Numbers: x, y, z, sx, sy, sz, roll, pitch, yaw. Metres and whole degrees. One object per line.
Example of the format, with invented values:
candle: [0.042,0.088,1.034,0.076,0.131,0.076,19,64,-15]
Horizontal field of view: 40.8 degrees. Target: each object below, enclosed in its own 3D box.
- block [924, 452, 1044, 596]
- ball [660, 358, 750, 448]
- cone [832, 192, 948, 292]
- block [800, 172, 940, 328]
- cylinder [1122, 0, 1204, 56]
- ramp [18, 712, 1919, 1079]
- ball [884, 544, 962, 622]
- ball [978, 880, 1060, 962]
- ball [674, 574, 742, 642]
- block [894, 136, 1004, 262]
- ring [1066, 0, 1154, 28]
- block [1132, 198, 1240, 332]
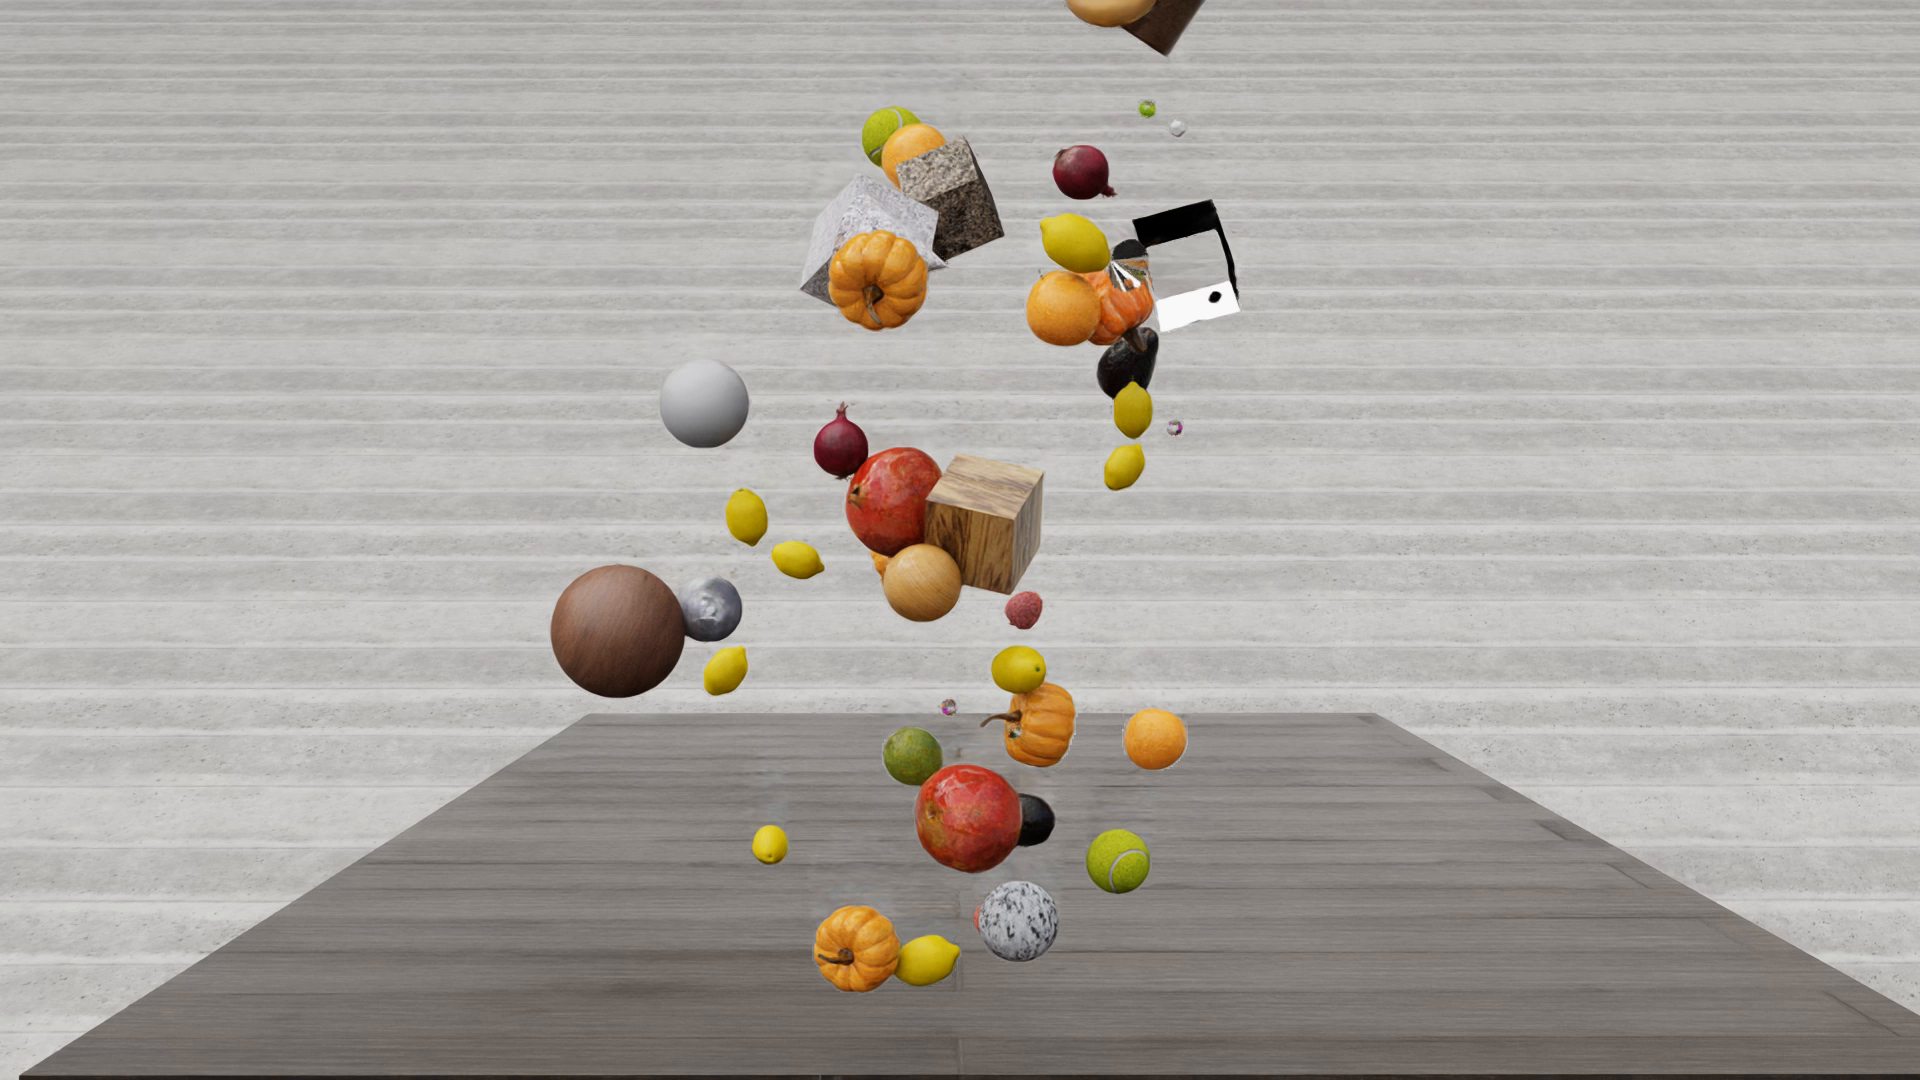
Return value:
block: [0.025,-0.017,2.682,0.095,0.095,0.095,13,36,16]
ball: [-0.243,-0.130,2.452,0.085,0.085,0.085,0,26,0]
cone: [-0.053,-0.263,2.381,0.096,0.096,0.096,17,31,22]
block: [-0.091,-0.289,2.577,0.093,0.093,0.093,24,56,-21]
cylinder: [0.193,-0.548,2.559,0.099,0.099,0.099,33,12,-8]
ramp: [0.059,0.537,4.573,2.000,0.100,4.000,0,1,0]
ball: [-0.038,0.044,2.635,0.081,0.081,0.081,0,26,0]
ball: [0.064,0.415,2.809,0.088,0.088,0.088,0,26,0]
ball: [-0.248,0.068,2.543,0.067,0.067,0.067,0,26,0]
block: [-0.011,-0.348,2.644,0.079,0.079,0.079,-22,43,7]
ring: [0.146,-0.533,2.487,0.094,0.031,0.094,-4,57,5]
block: [0.227,-0.275,2.584,0.082,0.082,0.082,-15,55,2]
